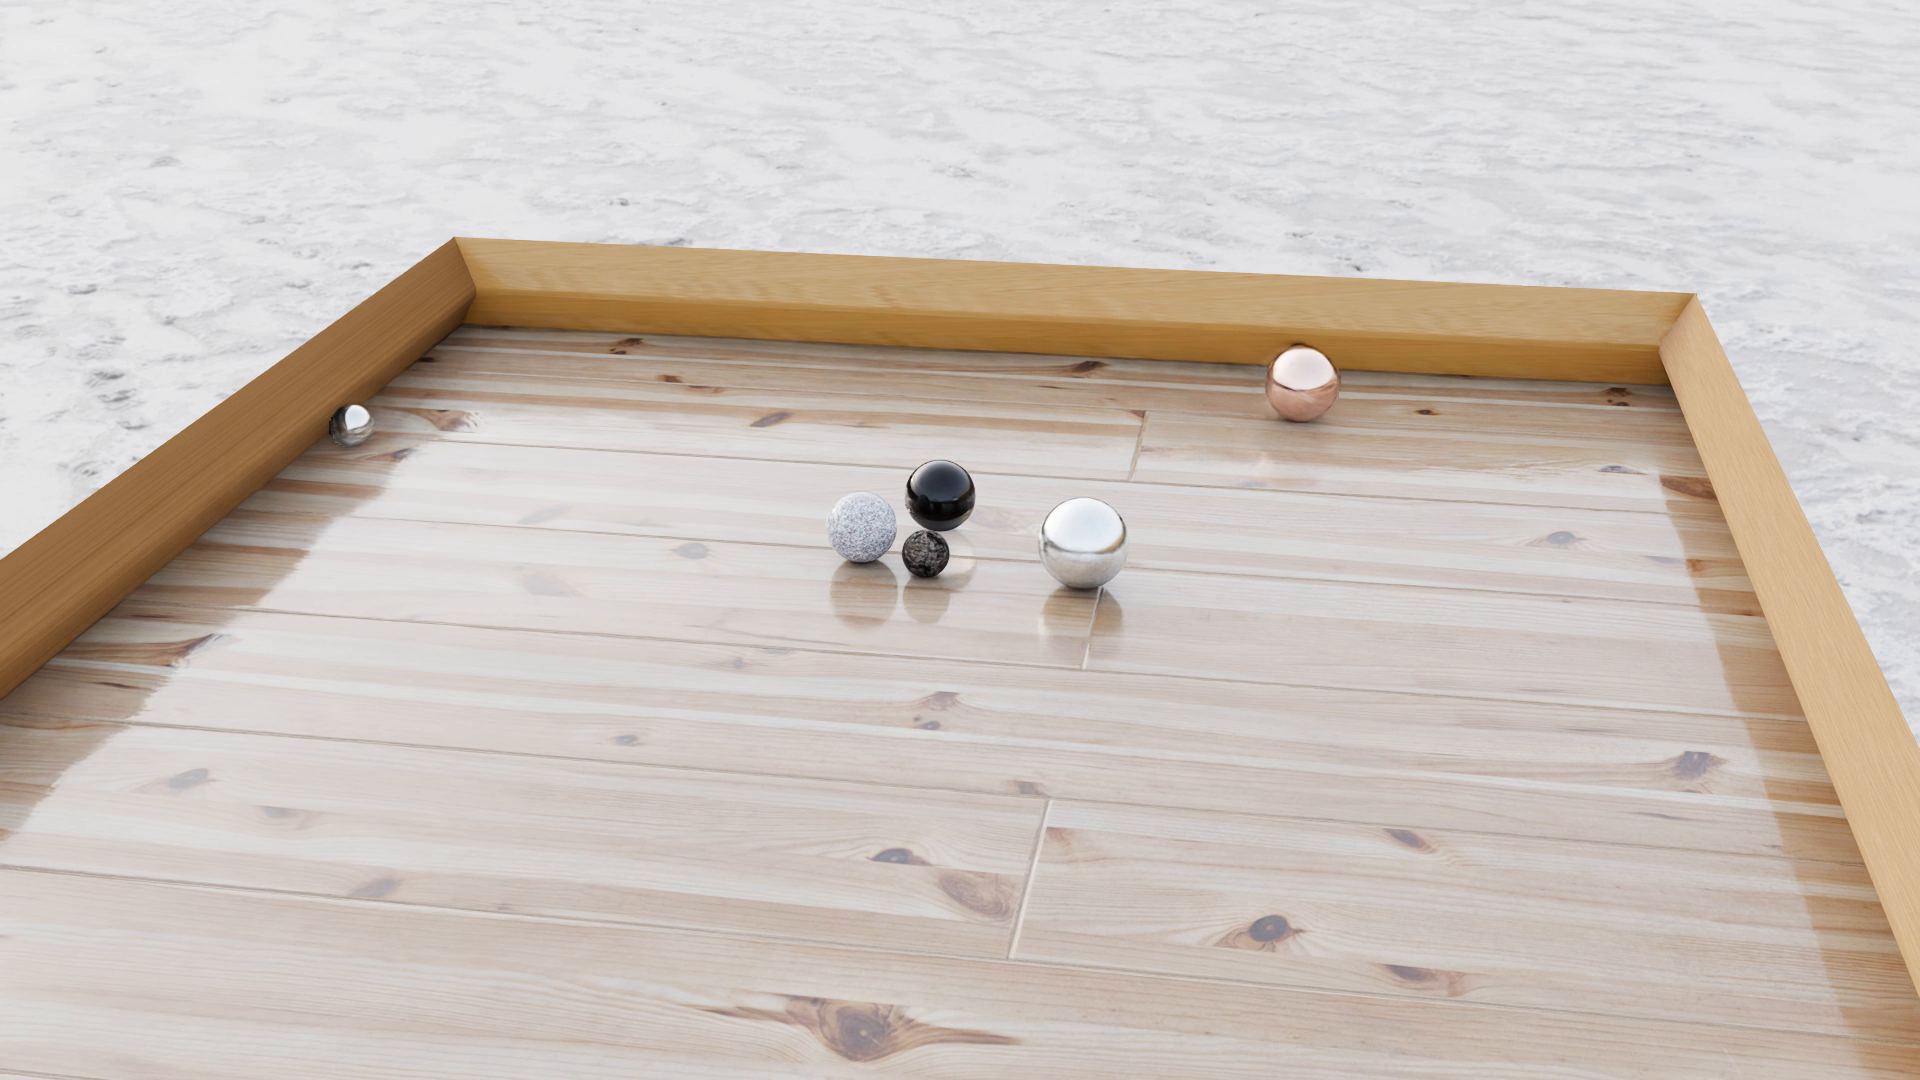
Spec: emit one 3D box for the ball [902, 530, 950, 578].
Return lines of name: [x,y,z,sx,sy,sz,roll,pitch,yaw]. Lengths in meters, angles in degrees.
ball: [-0.036,0.014,2.323,0.051,0.051,0.051,0,23,0]

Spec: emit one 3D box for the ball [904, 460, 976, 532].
ball: [-0.022,-0.049,2.435,0.080,0.080,0.080,0,23,0]

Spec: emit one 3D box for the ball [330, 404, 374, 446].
ball: [-0.742,-0.140,2.683,0.051,0.051,0.051,0,23,0]

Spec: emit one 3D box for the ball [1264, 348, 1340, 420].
ball: [0.429,-0.196,2.761,0.092,0.092,0.092,0,23,0]

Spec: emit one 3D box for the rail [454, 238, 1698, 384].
rail: [0.116,-0.306,2.975,1.690,0.125,0.045,4,23,9]

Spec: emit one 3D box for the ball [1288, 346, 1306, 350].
ball: [0.450,-0.238,2.922,0.042,0.042,0.042,0,23,0]

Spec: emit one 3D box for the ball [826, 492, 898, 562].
ball: [-0.106,-0.014,2.357,0.077,0.077,0.077,0,23,0]

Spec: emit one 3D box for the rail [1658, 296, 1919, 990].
rail: [0.691,0.312,1.532,0.045,0.125,2.960,4,23,9]

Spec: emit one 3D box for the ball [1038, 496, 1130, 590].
ball: [0.129,0.003,2.292,0.096,0.096,0.096,0,23,0]

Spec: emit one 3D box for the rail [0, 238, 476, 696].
rail: [-0.930,0.207,1.777,0.045,0.125,2.960,4,23,9]
